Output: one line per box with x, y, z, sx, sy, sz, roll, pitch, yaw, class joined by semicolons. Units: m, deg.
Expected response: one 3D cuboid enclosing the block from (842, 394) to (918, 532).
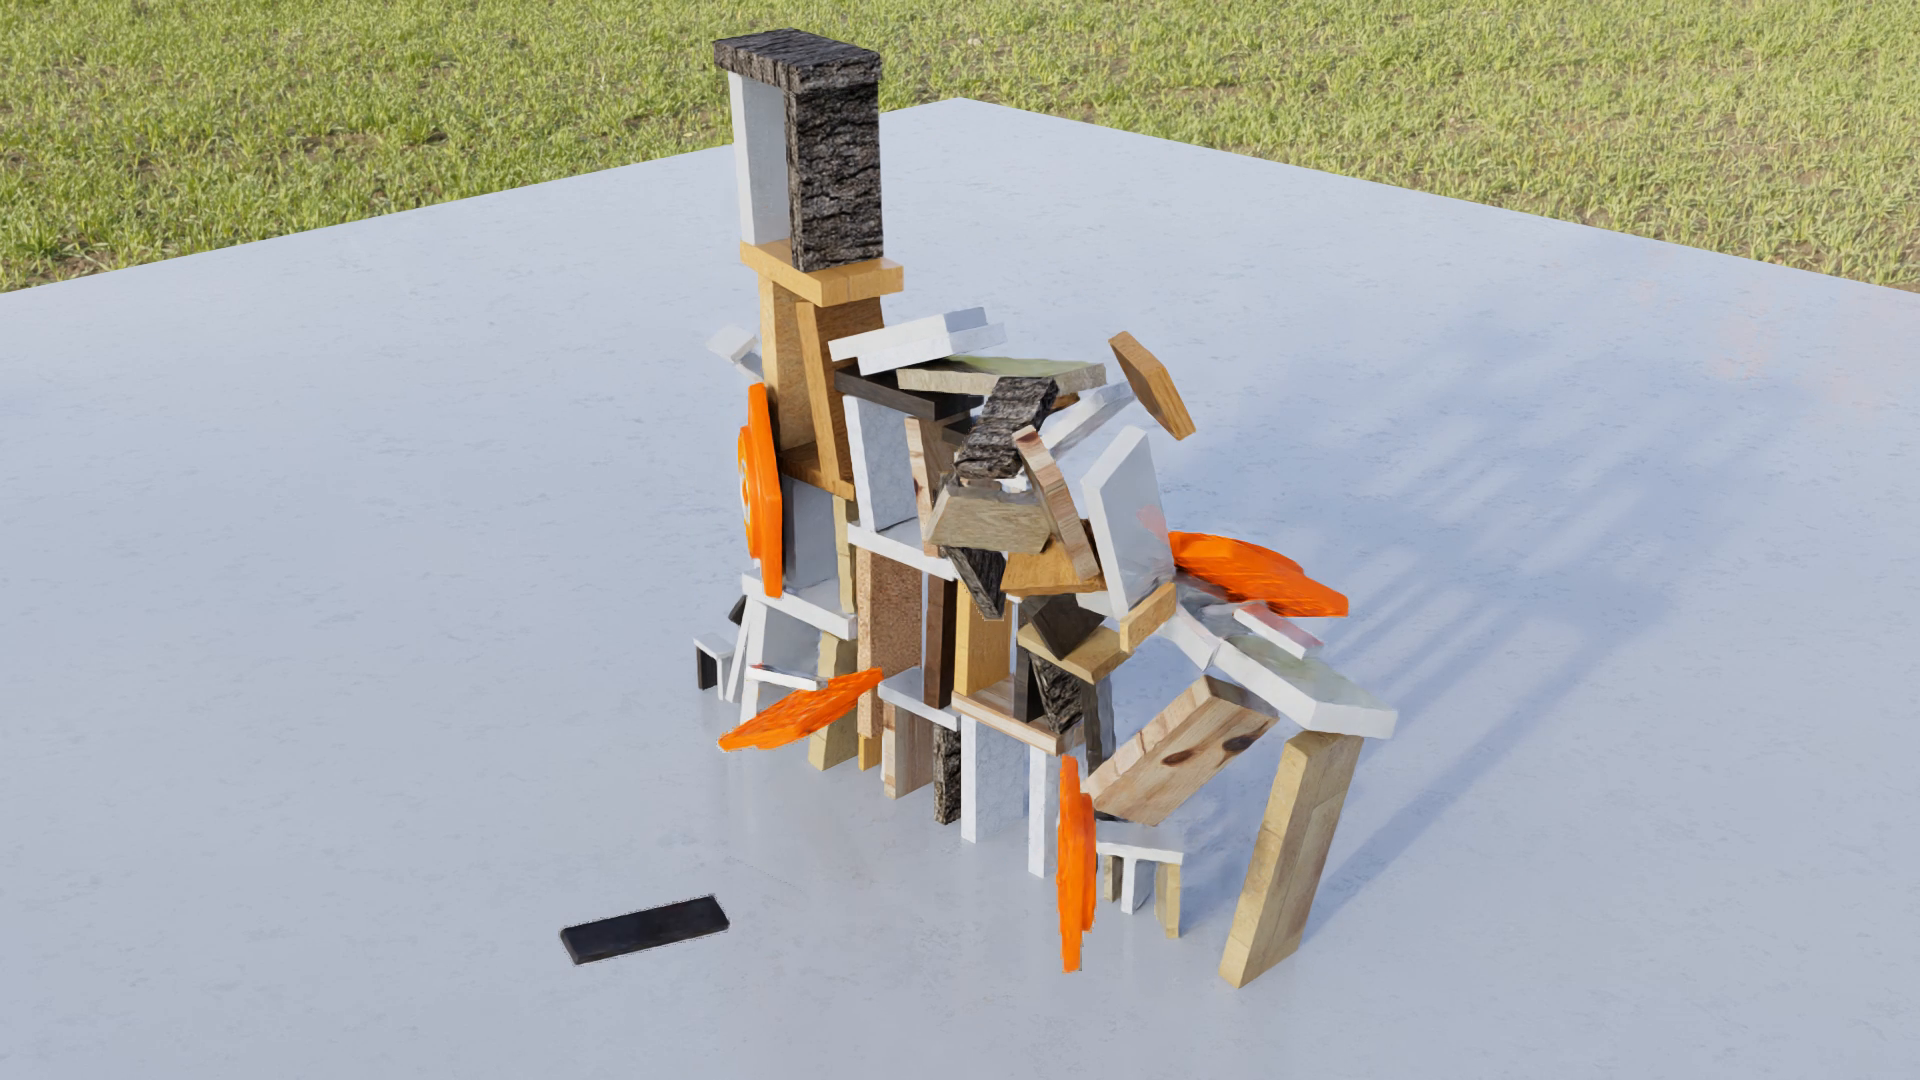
-0.150;-0.166;4.322;0.038;0.271;0.135;8;22;43;block

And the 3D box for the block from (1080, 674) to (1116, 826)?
0.258;0.367;4.027;0.029;0.369;0.103;4;36;16;block

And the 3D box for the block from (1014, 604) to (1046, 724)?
0.159;0.215;4.141;0.120;0.239;0.034;-21;33;-41;block

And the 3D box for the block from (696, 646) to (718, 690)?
-0.567;0.282;4.962;0.053;0.105;0.015;-19;30;-38;block

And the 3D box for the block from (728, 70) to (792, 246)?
-0.359;-0.776;4.376;0.174;0.348;0.049;-18;29;-31;block

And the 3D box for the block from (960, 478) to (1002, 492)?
0.042;-0.058;4.156;0.026;0.182;0.091;15;27;42;block

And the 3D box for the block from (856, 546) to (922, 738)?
-0.143;0.189;4.477;0.041;0.419;0.143;22;31;40;block

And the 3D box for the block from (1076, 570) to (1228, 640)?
0.319;0.095;3.654;0.230;0.115;0.033;20;36;-28;block

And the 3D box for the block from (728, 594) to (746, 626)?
-0.283;-0.102;4.881;0.070;0.722;0.020;32;7;-30;block

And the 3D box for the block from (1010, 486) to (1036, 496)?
0.134;-0.023;4.075;0.026;0.182;0.091;19;29;41;block

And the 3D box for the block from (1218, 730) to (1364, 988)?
0.575;0.538;3.813;0.171;0.530;0.048;-22;45;-40;block

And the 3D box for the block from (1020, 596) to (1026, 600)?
0.138;0.094;3.925;0.063;0.165;0.018;-40;40;-16;block

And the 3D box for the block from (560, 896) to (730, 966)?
-0.497;0.616;3.480;0.278;0.017;0.060;-6;45;-39;block

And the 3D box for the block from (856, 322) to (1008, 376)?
-0.054;-0.357;4.121;0.138;0.039;0.275;-16;6;-39;block

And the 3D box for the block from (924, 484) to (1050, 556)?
0.053;-0.031;3.536;0.200;0.100;0.028;6;39;-25;block

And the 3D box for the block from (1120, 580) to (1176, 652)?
0.301;0.122;3.517;0.017;0.060;0.121;29;52;34;block

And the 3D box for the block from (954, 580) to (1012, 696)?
0.046;0.171;4.244;0.120;0.239;0.034;-21;34;-41;block

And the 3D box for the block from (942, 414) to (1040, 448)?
0.072;-0.187;4.121;0.198;0.028;0.099;21;31;40;block

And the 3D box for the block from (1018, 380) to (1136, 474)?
0.207;-0.201;3.919;0.099;0.028;0.288;-20;-12;-39;block

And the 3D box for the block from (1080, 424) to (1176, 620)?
0.265;-0.017;3.417;0.035;0.355;0.125;26;63;30;block

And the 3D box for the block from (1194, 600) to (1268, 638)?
0.444;0.135;3.681;0.138;0.069;0.020;-5;53;-33;block

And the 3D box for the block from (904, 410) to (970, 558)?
-0.025;-0.115;4.202;0.038;0.271;0.135;7;21;45;block

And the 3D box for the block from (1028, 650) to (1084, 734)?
0.193;0.252;4.068;0.103;0.205;0.029;-36;41;-25;block

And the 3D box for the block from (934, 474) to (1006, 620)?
0.020;0.014;3.691;0.028;0.310;0.100;-2;58;20;block

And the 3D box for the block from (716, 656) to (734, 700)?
-0.517;0.301;4.915;0.015;0.105;0.053;20;30;39;block

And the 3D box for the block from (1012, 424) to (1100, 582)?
0.150;-0.055;3.426;0.035;0.249;0.125;-27;50;-2;block

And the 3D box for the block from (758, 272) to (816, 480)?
-0.317;-0.353;4.526;0.179;0.430;0.051;-16;24;-36;block

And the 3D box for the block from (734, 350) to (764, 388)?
-0.408;-0.346;4.603;0.139;0.020;0.070;33;30;-24;block

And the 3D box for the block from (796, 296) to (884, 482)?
-0.216;-0.313;4.335;0.051;0.357;0.179;7;22;42;block

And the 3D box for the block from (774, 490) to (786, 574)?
-0.344;-0.024;4.603;0.091;0.183;0.026;-14;29;-33;block

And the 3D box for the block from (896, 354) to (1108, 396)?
0.069;-0.299;4.005;0.138;0.039;0.457;-16;14;-33;block

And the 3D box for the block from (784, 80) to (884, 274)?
-0.239;-0.697;4.197;0.174;0.348;0.049;-15;28;-27;block

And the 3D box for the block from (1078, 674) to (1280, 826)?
0.389;0.380;3.920;0.171;0.342;0.048;21;38;-35;block

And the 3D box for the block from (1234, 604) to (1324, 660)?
0.523;0.149;3.605;0.138;0.020;0.069;32;23;29;block

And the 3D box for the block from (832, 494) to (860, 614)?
-0.191;0.012;4.438;0.035;0.247;0.123;15;27;41;block

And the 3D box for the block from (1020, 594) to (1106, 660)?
0.180;0.122;3.787;0.115;0.260;0.033;-43;67;-4;block

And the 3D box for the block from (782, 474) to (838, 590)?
-0.305;-0.032;4.544;0.123;0.247;0.035;-20;30;-39;block

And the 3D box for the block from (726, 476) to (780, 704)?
-0.415;0.097;4.806;0.091;0.561;0.026;-5;27;-42;block

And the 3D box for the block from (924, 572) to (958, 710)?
-0.004;0.179;4.331;0.041;0.286;0.143;22;31;36;block
